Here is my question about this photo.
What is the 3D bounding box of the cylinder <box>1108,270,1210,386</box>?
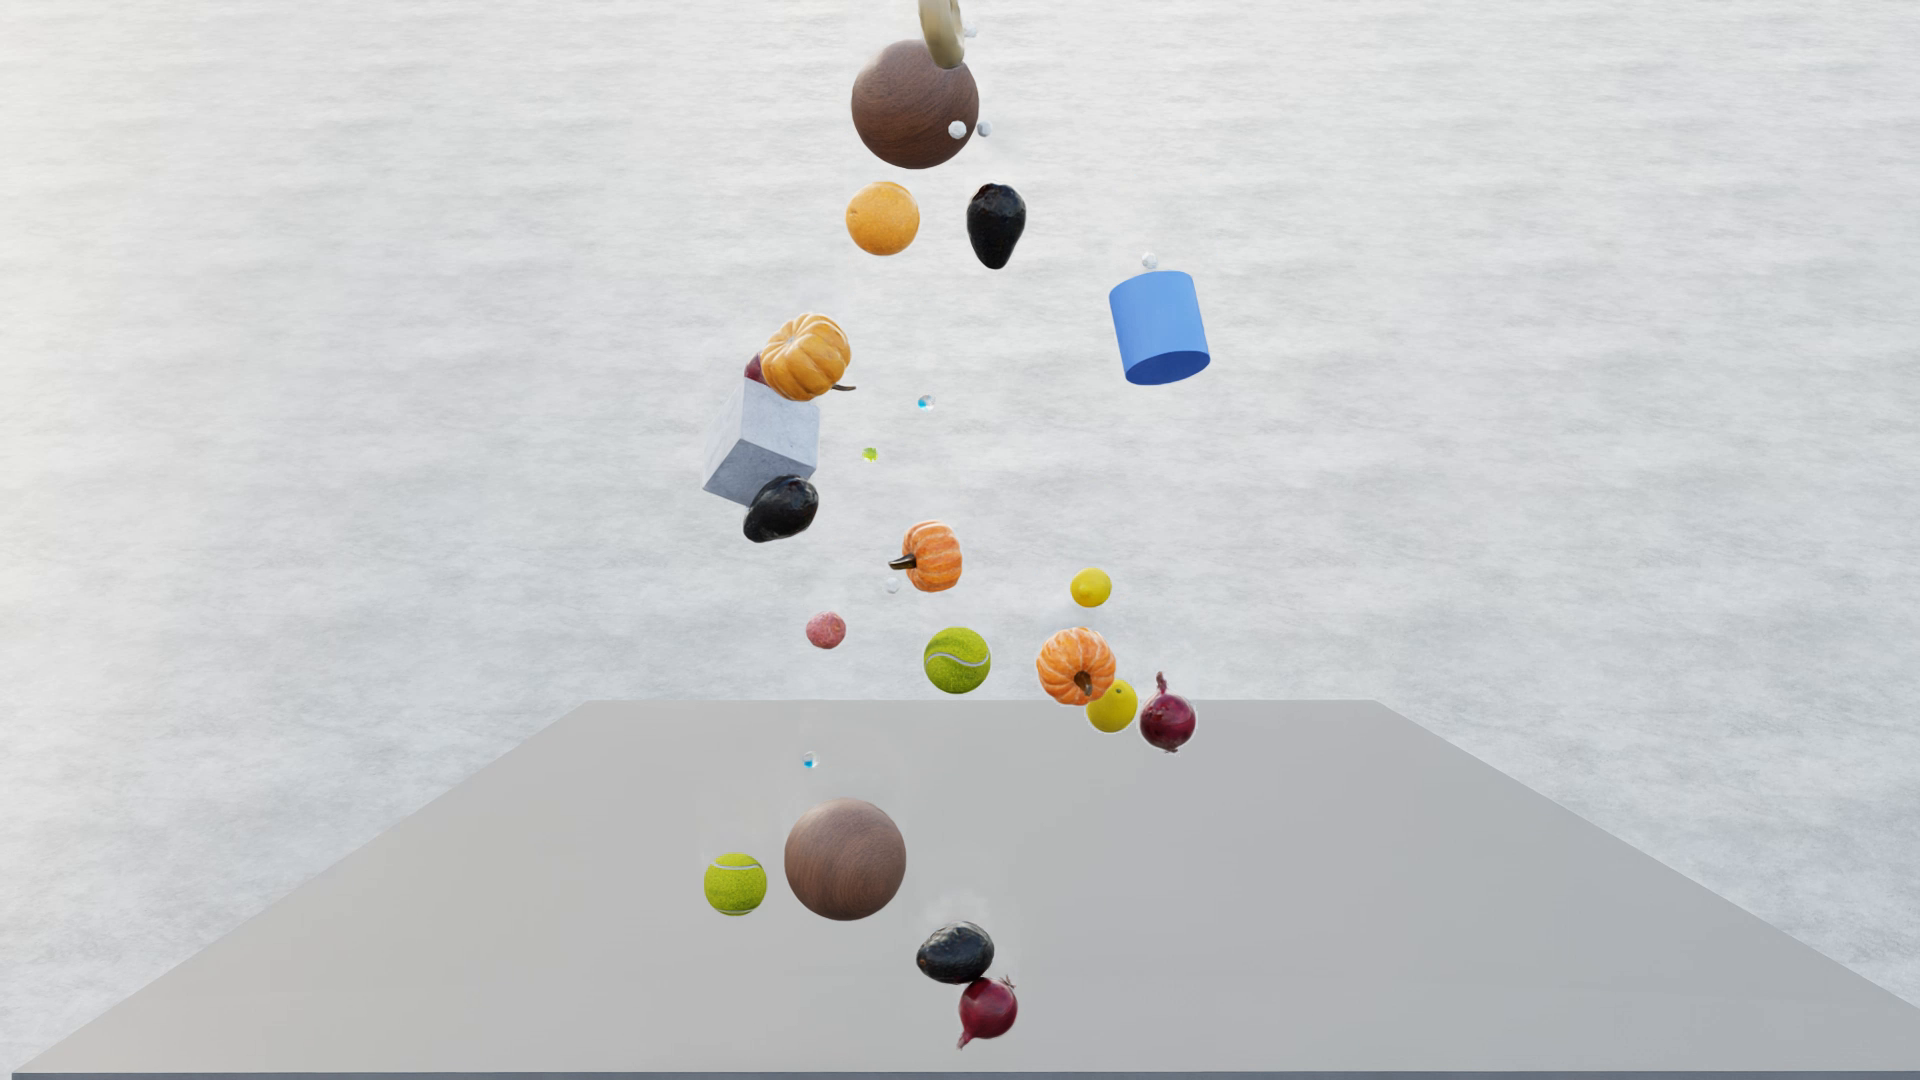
[{"bbox_3d":[0.184,-0.195,2.375,0.080,0.080,0.080,-10,-17,-3],"label":"cylinder"}]

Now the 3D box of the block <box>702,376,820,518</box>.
[{"bbox_3d":[-0.201,-0.093,2.609,0.086,0.086,0.086,21,44,-22],"label":"block"}]

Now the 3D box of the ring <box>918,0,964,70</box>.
[{"bbox_3d":[-0.017,-0.483,2.397,0.030,0.090,0.090,-10,24,10],"label":"ring"}]

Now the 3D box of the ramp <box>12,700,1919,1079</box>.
[{"bbox_3d":[0.057,0.517,4.557,2.000,0.100,4.000,0,2,0],"label":"ramp"}]
